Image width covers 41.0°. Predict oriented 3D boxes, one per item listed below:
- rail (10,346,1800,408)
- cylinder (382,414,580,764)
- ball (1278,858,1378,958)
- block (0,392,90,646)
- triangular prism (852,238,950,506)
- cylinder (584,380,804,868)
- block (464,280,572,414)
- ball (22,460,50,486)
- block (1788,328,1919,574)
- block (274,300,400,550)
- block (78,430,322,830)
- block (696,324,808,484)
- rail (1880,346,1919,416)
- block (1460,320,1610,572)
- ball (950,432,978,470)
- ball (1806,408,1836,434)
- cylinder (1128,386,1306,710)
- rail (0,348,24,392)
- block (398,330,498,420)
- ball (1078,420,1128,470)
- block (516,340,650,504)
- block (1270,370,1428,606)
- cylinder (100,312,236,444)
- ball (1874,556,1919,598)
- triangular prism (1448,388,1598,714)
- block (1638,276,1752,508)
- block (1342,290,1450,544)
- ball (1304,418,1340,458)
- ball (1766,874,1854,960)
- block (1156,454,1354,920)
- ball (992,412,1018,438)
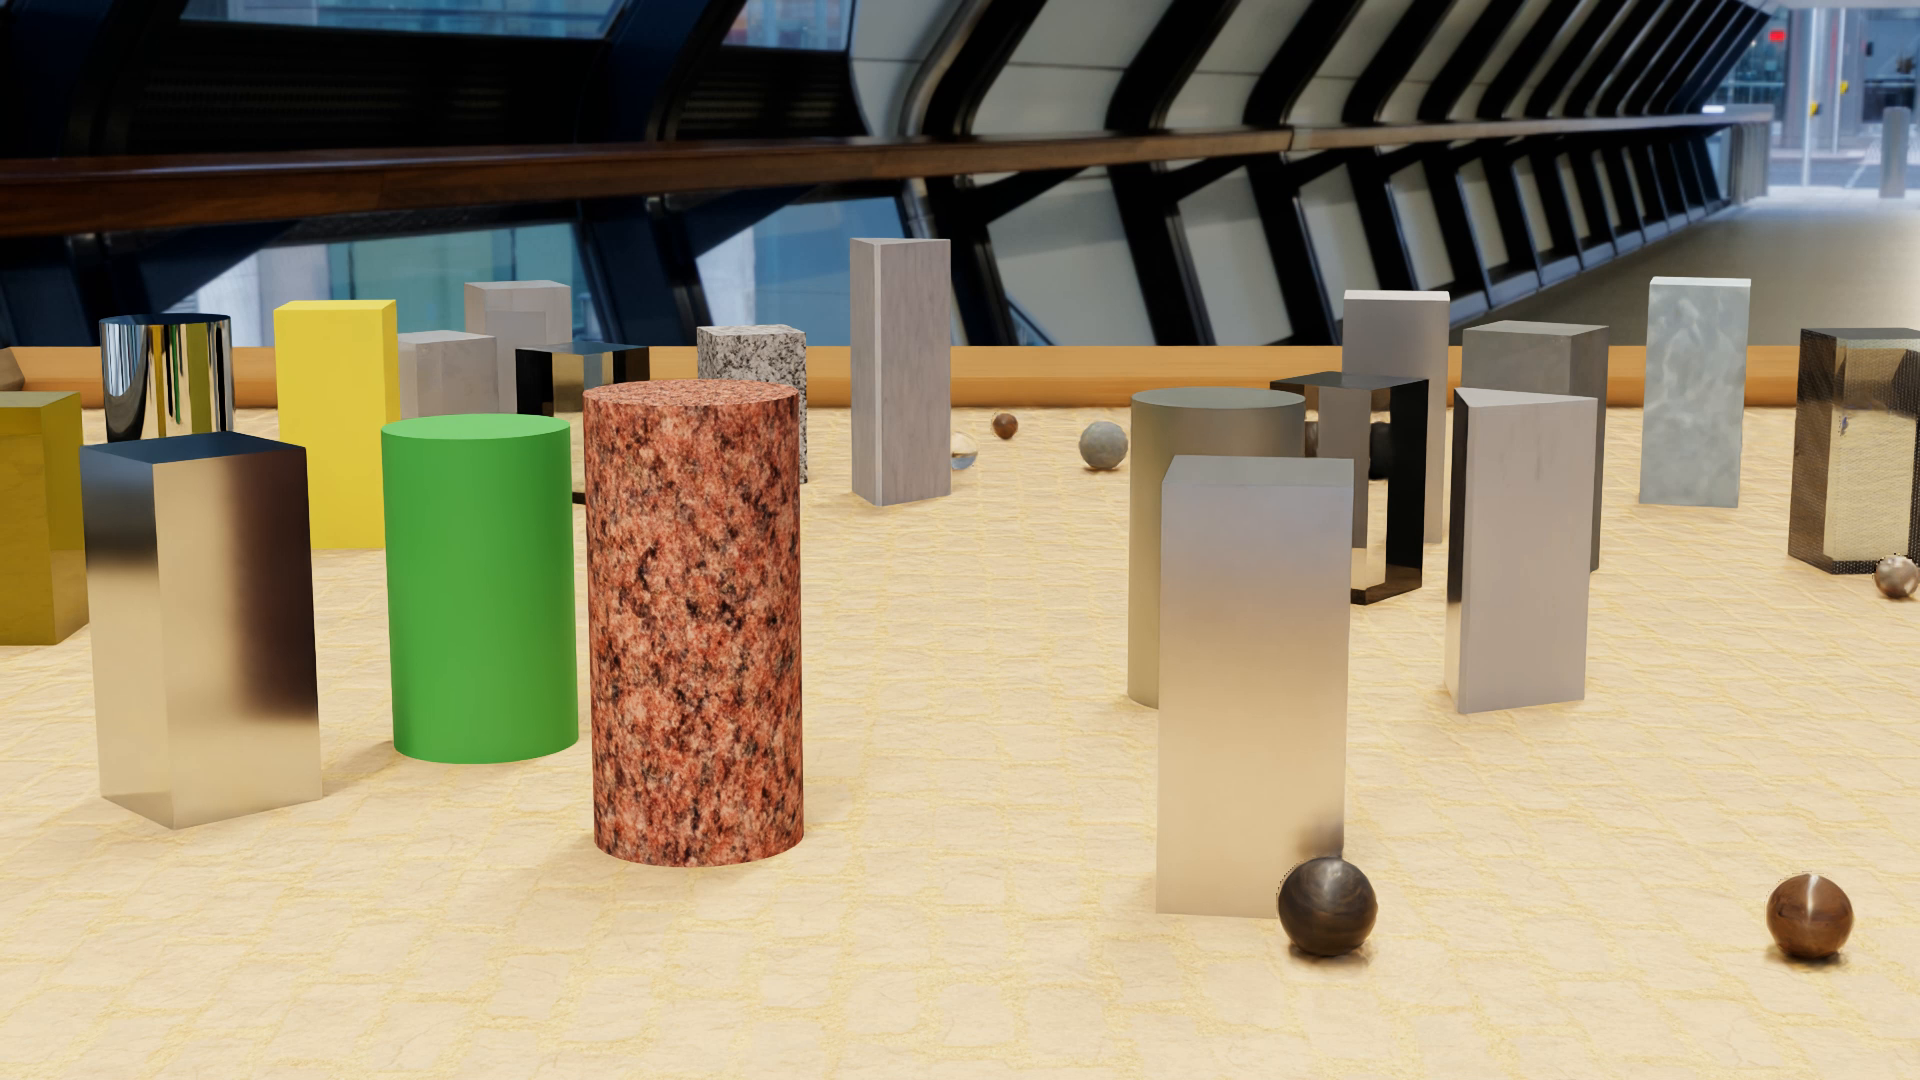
[{"bbox_3d":[-0.012,-0.349,5.516,4.065,0.130,0.045,0,10,0],"label":"rail"},{"bbox_3d":[-0.518,0.048,2.777,0.200,0.346,0.200,0,10,0],"label":"cylinder"},{"bbox_3d":[0.304,0.304,2.123,0.082,0.082,0.082,0,10,0],"label":"ball"},{"bbox_3d":[-1.233,-0.030,3.315,0.160,0.306,0.160,0,10,-1],"label":"block"},{"bbox_3d":[-0.131,-0.291,4.366,0.150,0.437,0.173,10,14,43],"label":"triangular prism"},{"bbox_3d":[-0.250,0.073,2.421,0.200,0.428,0.200,0,10,0],"label":"cylinder"},{"bbox_3d":[-0.813,-0.306,4.739,0.160,0.331,0.160,-5,11,-23],"label":"block"},{"bbox_3d":[-1.619,-0.117,4.496,0.047,0.047,0.047,0,10,0],"label":"ball"},{"bbox_3d":[1.337,-0.133,3.773,0.160,0.342,0.160,-1,11,-5],"label":"block"},{"bbox_3d":[-0.956,-0.181,3.965,0.160,0.365,0.160,-1,11,-4],"label":"block"},{"bbox_3d":[-0.754,0.084,2.553,0.160,0.358,0.160,-10,14,-42],"label":"block"},{"bbox_3d":[-0.370,-0.241,4.563,0.160,0.266,0.160,-3,11,-18],"label":"block"},{"bbox_3d":[2.009,0.031,3.460,0.045,0.130,4.252,0,10,0],"label":"rail"},{"bbox_3d":[0.827,-0.129,3.709,0.160,0.356,0.160,7,12,32],"label":"block"},{"bbox_3d":[-0.001,-0.163,4.684,0.069,0.069,0.069,0,10,0],"label":"ball"},{"bbox_3d":[1.721,-0.238,5.128,0.055,0.055,0.055,0,10,0],"label":"ball"},{"bbox_3d":[0.297,0.009,2.979,0.200,0.351,0.200,0,10,0],"label":"cylinder"},{"bbox_3d":[-2.009,0.036,3.437,0.045,0.130,4.252,0,10,0],"label":"rail"},{"bbox_3d":[-0.907,-0.216,4.421,0.160,0.270,0.160,-10,14,-43],"label":"block"},{"bbox_3d":[0.262,-0.173,4.681,0.090,0.090,0.090,0,10,0],"label":"ball"},{"bbox_3d":[-0.643,-0.203,4.395,0.160,0.253,0.160,8,13,35],"label":"block"},{"bbox_3d":[0.541,-0.076,3.589,0.160,0.296,0.160,8,13,38],"label":"block"},{"bbox_3d":[-1.258,-0.187,4.092,0.200,0.332,0.200,0,10,0],"label":"cylinder"},{"bbox_3d":[1.297,0.052,3.550,0.059,0.059,0.059,0,10,0],"label":"ball"},{"bbox_3d":[0.618,0.006,2.992,0.173,0.352,0.150,-5,11,-24],"label":"triangular prism"},{"bbox_3d":[1.244,-0.253,4.343,0.160,0.369,0.160,3,11,17],"label":"block"},{"bbox_3d":[0.678,-0.196,4.018,0.160,0.376,0.160,2,11,9],"label":"block"},{"bbox_3d":[0.673,-0.173,4.652,0.100,0.100,0.100,0,10,0],"label":"ball"},{"bbox_3d":[0.701,0.311,2.118,0.070,0.070,0.070,0,10,0],"label":"ball"},{"bbox_3d":[0.261,0.126,2.265,0.160,0.380,0.160,2,11,8],"label":"block"},{"bbox_3d":[0.090,-0.225,5.071,0.051,0.051,0.051,0,10,0],"label":"ball"}]
